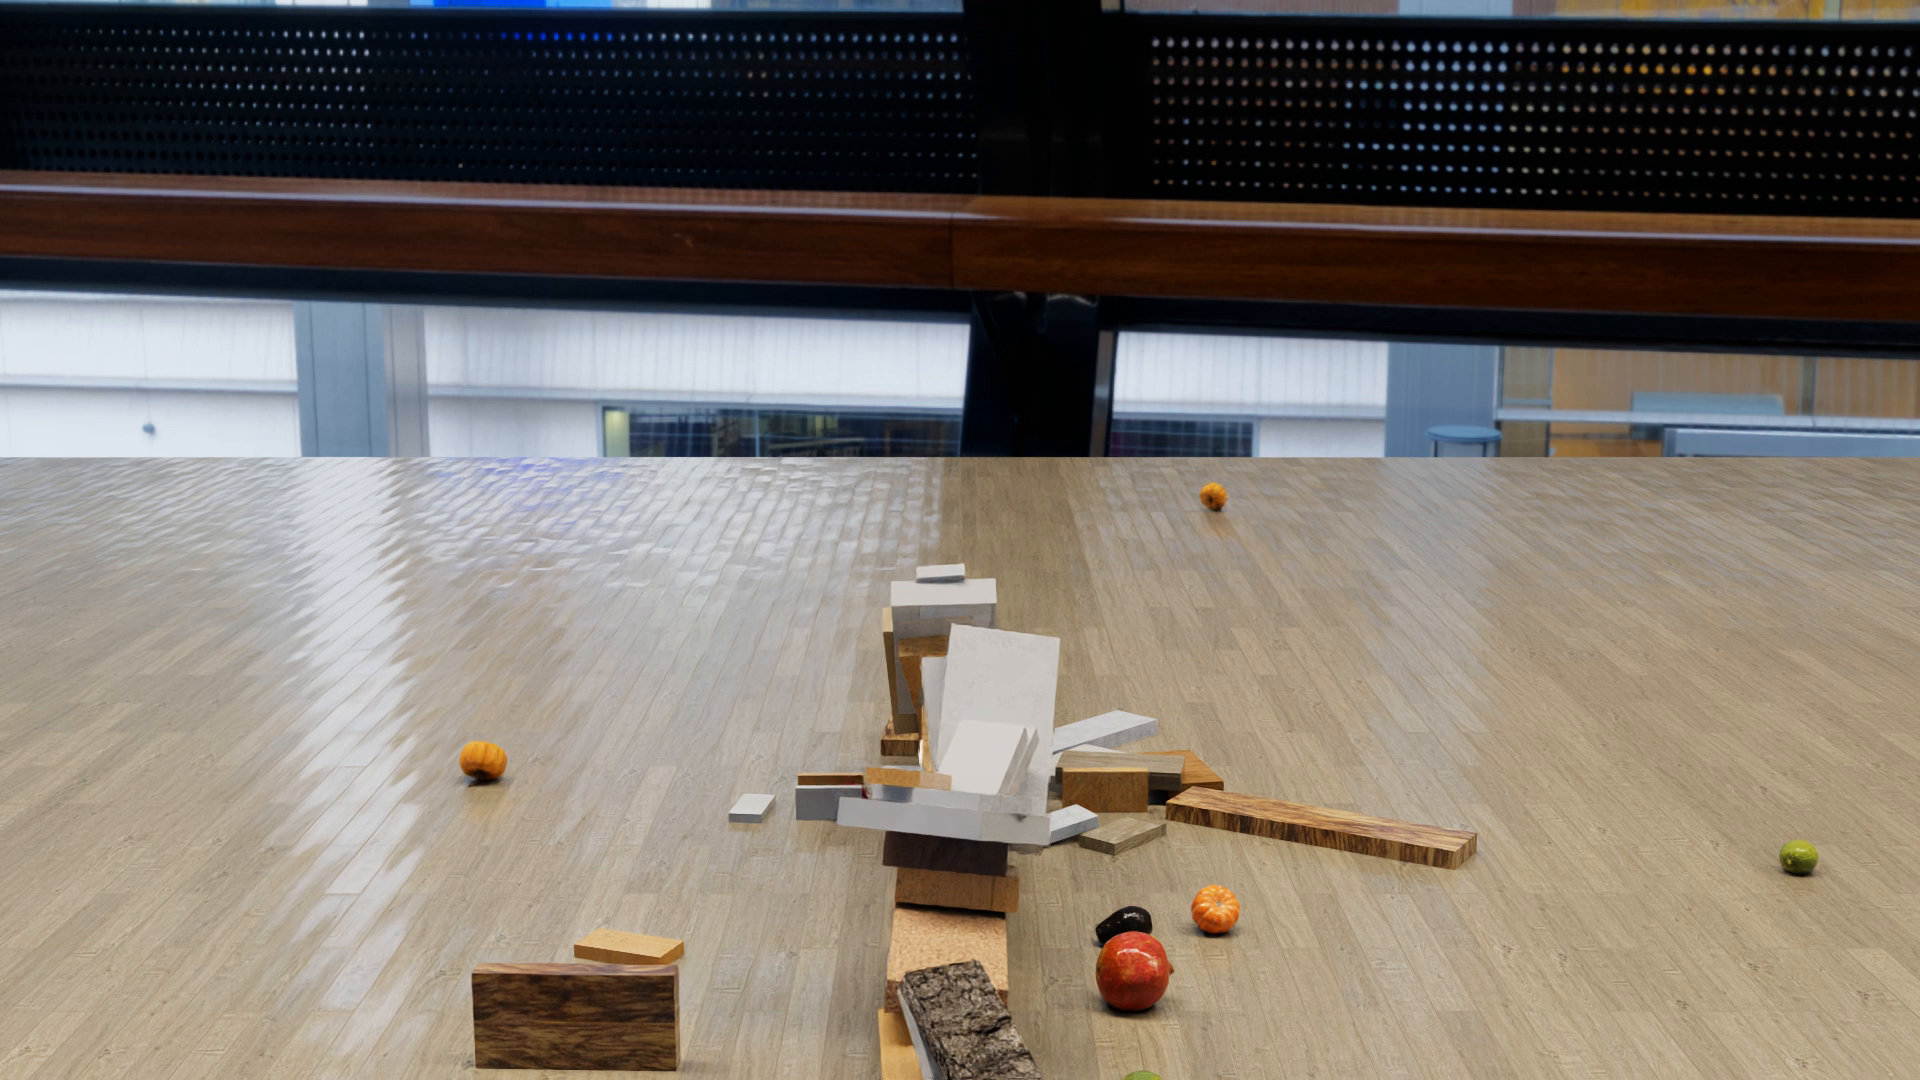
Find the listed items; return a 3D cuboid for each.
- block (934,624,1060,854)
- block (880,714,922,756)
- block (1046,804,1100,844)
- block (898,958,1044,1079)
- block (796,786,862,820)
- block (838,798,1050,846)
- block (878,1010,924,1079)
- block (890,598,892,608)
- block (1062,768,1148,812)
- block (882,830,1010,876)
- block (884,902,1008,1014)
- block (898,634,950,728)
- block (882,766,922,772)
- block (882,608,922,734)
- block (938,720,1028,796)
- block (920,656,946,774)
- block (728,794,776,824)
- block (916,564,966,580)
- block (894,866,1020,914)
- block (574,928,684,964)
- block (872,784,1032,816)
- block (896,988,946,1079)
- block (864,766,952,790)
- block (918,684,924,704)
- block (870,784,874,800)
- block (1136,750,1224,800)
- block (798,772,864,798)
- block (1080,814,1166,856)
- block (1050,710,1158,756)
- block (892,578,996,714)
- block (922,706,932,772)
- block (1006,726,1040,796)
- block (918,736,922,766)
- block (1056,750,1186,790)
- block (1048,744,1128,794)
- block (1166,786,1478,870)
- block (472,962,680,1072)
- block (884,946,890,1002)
[{"bbox_3d":[0.054,0.307,3.429,0.175,0.349,0.049,8,-30,-2],"label":"block"},{"bbox_3d":[-0.093,0.402,4.589,0.118,0.034,0.237,1,11,4],"label":"block"},{"bbox_3d":[0.163,0.516,3.945,0.156,0.022,0.078,-15,16,-25],"label":"block"},{"bbox_3d":[0.063,0.667,2.542,0.104,0.029,0.420,-3,44,-32],"label":"block"},{"bbox_3d":[-0.242,0.485,4.064,0.122,0.061,0.017,0,11,-1],"label":"block"},{"bbox_3d":[-0.024,0.386,3.025,0.274,0.039,0.137,-1,-9,44],"label":"block"},{"bbox_3d":[-0.028,0.687,2.707,0.131,0.037,0.263,-4,38,-3],"label":"block"},{"bbox_3d":[-0.027,0.178,4.120,0.138,0.039,0.275,-9,-32,11],"label":"block"},{"bbox_3d":[0.271,0.468,4.110,0.158,0.079,0.022,0,12,0],"label":"block"},{"bbox_3d":[-0.015,0.446,3.154,0.168,0.048,0.336,5,-7,2],"label":"block"},{"bbox_3d":[-0.016,0.549,2.884,0.152,0.043,0.303,5,9,0],"label":"block"},{"bbox_3d":[-0.023,0.249,3.817,0.126,0.253,0.036,-6,54,6],"label":"block"},{"bbox_3d":[-0.028,0.466,4.155,0.244,0.022,0.078,0,50,1],"label":"block"},{"bbox_3d":[-0.041,0.236,3.958,0.175,0.349,0.049,-2,55,1],"label":"block"},{"bbox_3d":[0.021,0.352,3.259,0.104,0.029,0.208,3,39,20],"label":"block"},{"bbox_3d":[0.011,0.302,3.481,0.123,0.246,0.035,-3,-27,-7],"label":"block"},{"bbox_3d":[-0.387,0.501,4.103,0.061,0.017,0.122,1,11,8],"label":"block"},{"bbox_3d":[-0.026,0.098,3.741,0.080,0.160,0.023,-4,55,3],"label":"block"},{"bbox_3d":[0.001,0.507,3.252,0.168,0.048,0.512,5,-7,2],"label":"block"},{"bbox_3d":[-0.510,0.631,3.391,0.150,0.021,0.075,4,11,21],"label":"block"},{"bbox_3d":[-0.015,0.360,3.059,0.080,0.023,0.322,9,-7,-27],"label":"block"},{"bbox_3d":[-0.019,0.607,2.664,0.075,0.021,0.150,2,52,-31],"label":"block"},{"bbox_3d":[-0.073,0.343,3.156,0.080,0.023,0.160,3,-7,17],"label":"block"},{"bbox_3d":[0.002,0.257,3.658,0.123,0.035,0.246,0,-3,-6],"label":"block"},{"bbox_3d":[-0.158,0.480,4.106,0.016,0.058,0.115,0,11,-2],"label":"block"},{"bbox_3d":[0.428,0.458,4.296,0.110,0.031,0.220,-2,11,-11],"label":"block"},{"bbox_3d":[-0.244,0.471,4.145,0.122,0.061,0.017,0,11,-1],"label":"block"},{"bbox_3d":[0.293,0.528,3.941,0.078,0.022,0.156,9,14,40],"label":"block"},{"bbox_3d":[0.228,0.416,4.523,0.110,0.031,0.434,10,14,42],"label":"block"},{"bbox_3d":[-0.025,0.188,3.805,0.175,0.349,0.049,-2,55,0],"label":"block"},{"bbox_3d":[0.002,0.379,3.514,0.123,0.035,0.246,0,54,-2],"label":"block"},{"bbox_3d":[0.037,0.357,3.297,0.104,0.029,0.208,4,39,21],"label":"block"},{"bbox_3d":[0.003,0.334,4.438,0.142,0.040,0.283,0,48,7],"label":"block"},{"bbox_3d":[0.308,0.441,4.211,0.237,0.034,0.118,2,11,10],"label":"block"},{"bbox_3d":[0.225,0.450,4.338,0.110,0.031,0.220,9,14,39],"label":"block"},{"bbox_3d":[0.646,0.517,3.972,0.550,0.034,0.118,6,12,30],"label":"block"},{"bbox_3d":[-0.520,0.647,2.985,0.274,0.137,0.039,0,11,2],"label":"block"},{"bbox_3d":[-0.026,0.614,2.989,0.152,0.043,0.303,5,2,-1],"label":"block"}]
